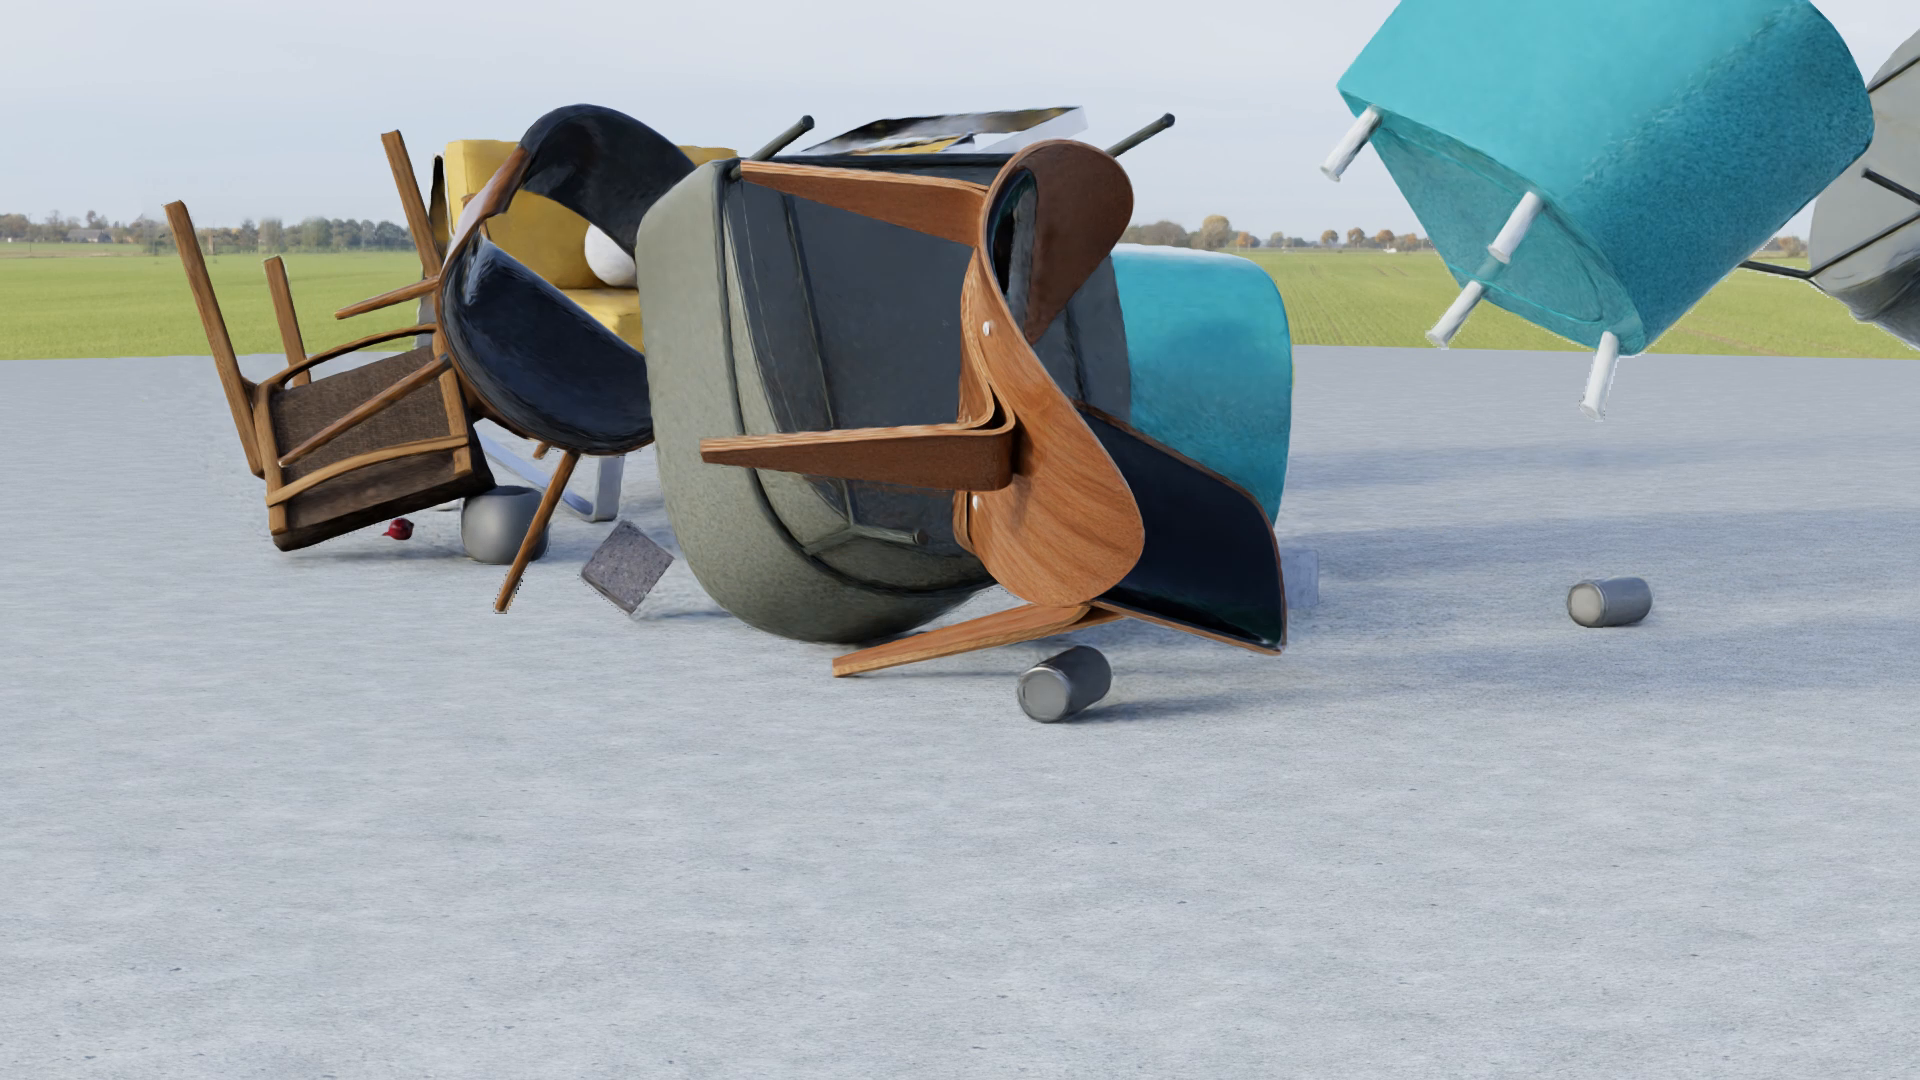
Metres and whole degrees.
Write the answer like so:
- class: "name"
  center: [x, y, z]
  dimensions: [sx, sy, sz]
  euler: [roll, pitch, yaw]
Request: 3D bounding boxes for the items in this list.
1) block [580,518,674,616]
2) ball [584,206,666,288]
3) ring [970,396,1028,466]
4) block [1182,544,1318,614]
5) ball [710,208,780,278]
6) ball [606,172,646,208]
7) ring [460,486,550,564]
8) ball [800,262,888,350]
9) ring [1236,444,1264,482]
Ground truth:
- class: "block"
  center: [-0.641, 0.052, 4.936]
  dimensions: [0.124, 0.126, 0.091]
  euler: [38, -14, -4]
- class: "ball"
  center: [-0.961, -0.841, 7.371]
  dimensions: [0.236, 0.236, 0.236]
  euler: [0, 6, 0]
- class: "ring"
  center: [0.135, -0.376, 8.895]
  dimensions: [0.217, 0.271, 0.072]
  euler: [-13, 19, 50]
- class: "block"
  center: [0.582, 0.076, 5.142]
  dimensions: [0.205, 0.110, 0.177]
  euler: [6, 8, 44]
- class: "ball"
  center: [-0.640, -0.886, 7.653]
  dimensions: [0.209, 0.209, 0.209]
  euler: [0, 6, 0]
- class: "ball"
  center: [-1.038, -1.077, 7.972]
  dimensions: [0.128, 0.128, 0.128]
  euler: [0, 6, 0]
- class: "ring"
  center: [-1.062, -0.036, 5.994]
  dimensions: [0.205, 0.159, 0.389]
  euler: [-2, 6, -13]
- class: "ball"
  center: [-0.265, -0.538, 5.896]
  dimensions: [0.202, 0.202, 0.202]
  euler: [0, 6, 0]
- class: "ring"
  center: [0.929, -0.247, 8.219]
  dimensions: [0.055, 0.124, 0.137]
  euler: [-25, 47, -1]
